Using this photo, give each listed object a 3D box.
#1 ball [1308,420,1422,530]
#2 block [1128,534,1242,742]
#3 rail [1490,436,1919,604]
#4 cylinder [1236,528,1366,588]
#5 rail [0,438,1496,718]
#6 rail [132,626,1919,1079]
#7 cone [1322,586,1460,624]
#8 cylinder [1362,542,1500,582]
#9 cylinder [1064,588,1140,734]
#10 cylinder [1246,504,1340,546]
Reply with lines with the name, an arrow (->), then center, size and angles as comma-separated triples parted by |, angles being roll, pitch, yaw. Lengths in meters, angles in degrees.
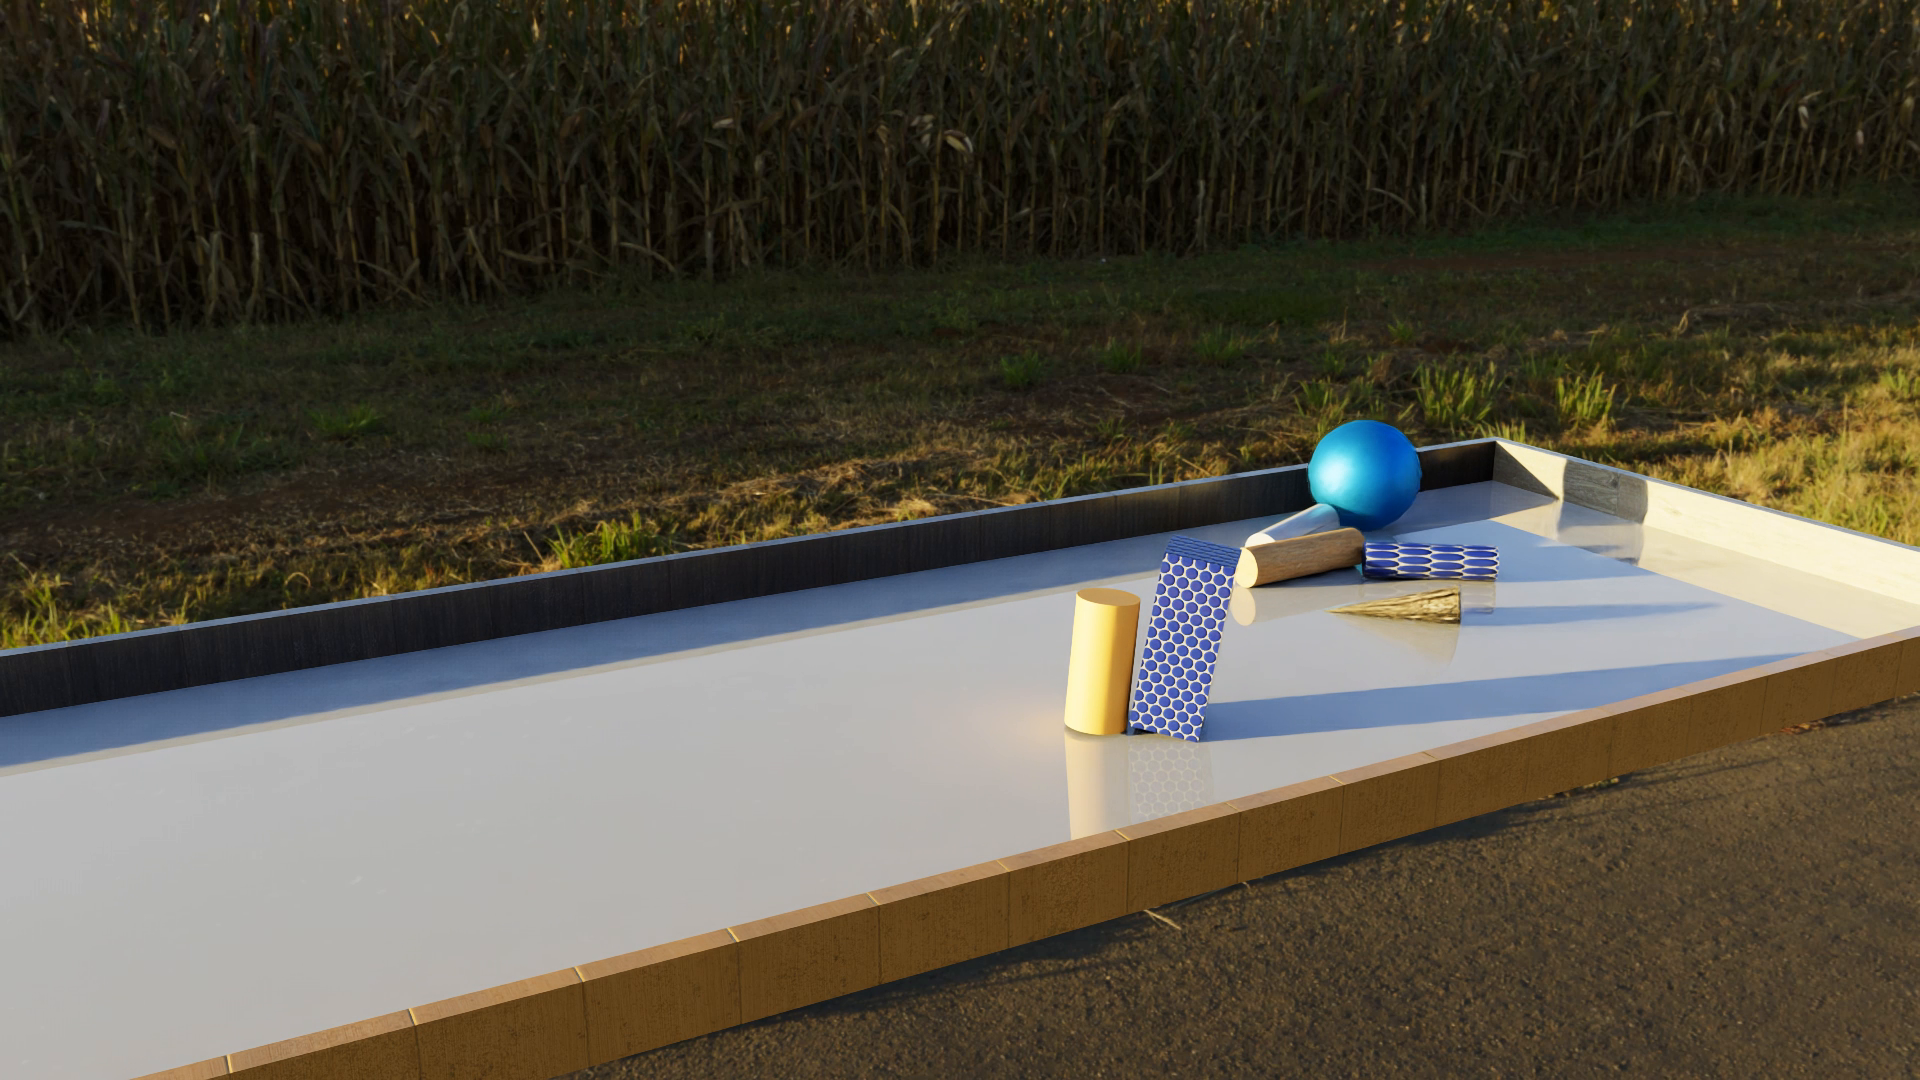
ball -> 1.336, -0.216, 5.445 | 0.363, 0.363, 0.363 | 0, 16, 0
block -> 0.519, 0.225, 3.799 | 0.162, 0.426, 0.162 | 13, 19, 11
rail -> 2.466, -0.048, 5.253 | 0.050, 0.150, 2.100 | -9, 18, -27
cylinder -> 1.024, 0.051, 4.972 | 0.433, 0.119, 0.119 | -10, 19, -29
rail -> -3.305, 0.497, 3.399 | 12.000, 0.150, 0.050 | -9, 18, -27
rail -> -2.336, 1.006, 1.665 | 12.000, 0.150, 0.050 | -9, 18, -27
cone -> 1.202, 0.191, 4.610 | 0.373, 0.106, 0.106 | -3, 15, 19
cylinder -> 1.408, 0.064, 4.948 | 0.384, 0.107, 0.107 | 2, 16, 7
cylinder -> 0.330, 0.280, 3.831 | 0.147, 0.310, 0.147 | 4, 14, -1
cylinder -> 1.052, -0.015, 5.206 | 0.113, 0.113, 0.434 | 12, 20, 35
